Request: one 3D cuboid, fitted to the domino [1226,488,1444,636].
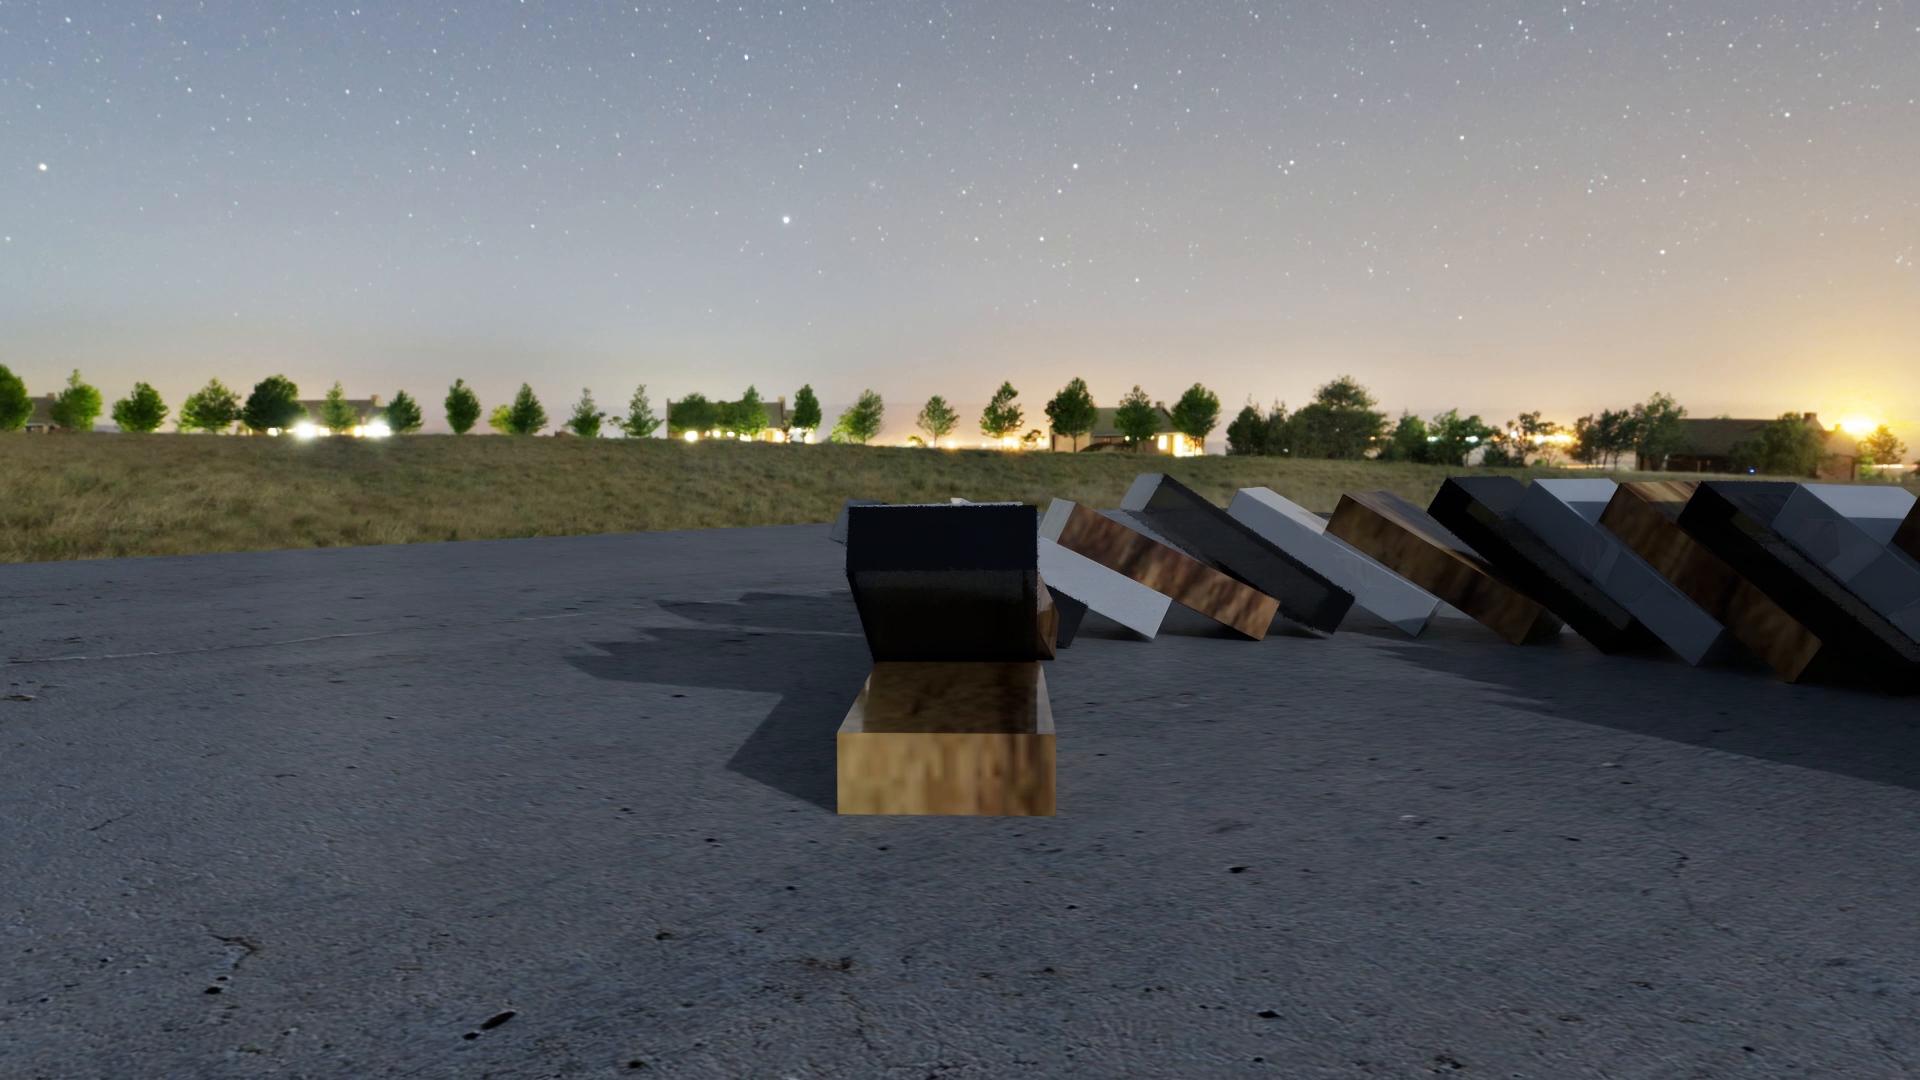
[{"bbox_3d":[0.088,0.004,0.300,0.050,0.010,0.025,32,17,22],"label":"domino"}]

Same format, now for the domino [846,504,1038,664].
[{"bbox_3d":[-0.001,0.011,0.191,0.025,0.009,0.050,0,-26,3],"label":"domino"}]

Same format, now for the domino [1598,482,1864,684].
[{"bbox_3d":[0.152,0.007,0.248,0.025,0.009,0.050,-2,37,-22],"label":"domino"}]

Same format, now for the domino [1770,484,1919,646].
[{"bbox_3d":[0.167,0.009,0.216,0.025,0.010,0.050,1,36,-18],"label":"domino"}]

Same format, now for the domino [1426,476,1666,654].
[{"bbox_3d":[0.129,0.004,0.279,0.025,0.010,0.050,-3,38,-36],"label":"domino"}]

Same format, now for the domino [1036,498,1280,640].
[{"bbox_3d":[0.043,0.006,0.286,0.050,0.009,0.025,25,1,-8],"label":"domino"}]

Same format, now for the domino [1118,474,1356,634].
[{"bbox_3d":[0.061,0.003,0.288,0.050,0.009,0.025,32,0,-6],"label":"domino"}]

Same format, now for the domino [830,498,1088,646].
[{"bbox_3d":[-0.001,0.007,0.270,0.050,0.009,0.025,27,-6,-20],"label":"domino"}]

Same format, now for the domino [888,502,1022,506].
[{"bbox_3d":[-0.001,0.010,0.211,0.025,0.009,0.050,-1,-26,5],"label":"domino"}]

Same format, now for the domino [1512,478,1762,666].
[{"bbox_3d":[0.142,0.005,0.265,0.025,0.009,0.050,-2,37,-28],"label":"domino"}]

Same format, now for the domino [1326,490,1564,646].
[{"bbox_3d":[0.112,0.005,0.292,0.025,0.010,0.050,-5,33,-47],"label":"domino"}]

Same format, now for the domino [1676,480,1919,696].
[{"bbox_3d":[0.160,0.007,0.233,0.025,0.010,0.050,0,36,-21],"label":"domino"}]

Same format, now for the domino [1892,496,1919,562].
[{"bbox_3d":[0.174,0.011,0.196,0.025,0.009,0.050,-1,36,-10],"label":"domino"}]

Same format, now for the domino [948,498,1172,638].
[{"bbox_3d":[0.020,0.006,0.284,0.050,0.009,0.025,25,-1,-6],"label":"domino"}]

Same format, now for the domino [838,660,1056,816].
[{"bbox_3d":[-0.001,0.025,0.172,0.025,0.010,0.050,0,4,2],"label":"domino"}]

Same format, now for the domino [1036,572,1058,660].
[{"bbox_3d":[0.001,0.009,0.237,0.025,0.010,0.050,1,-23,15],"label":"domino"}]
